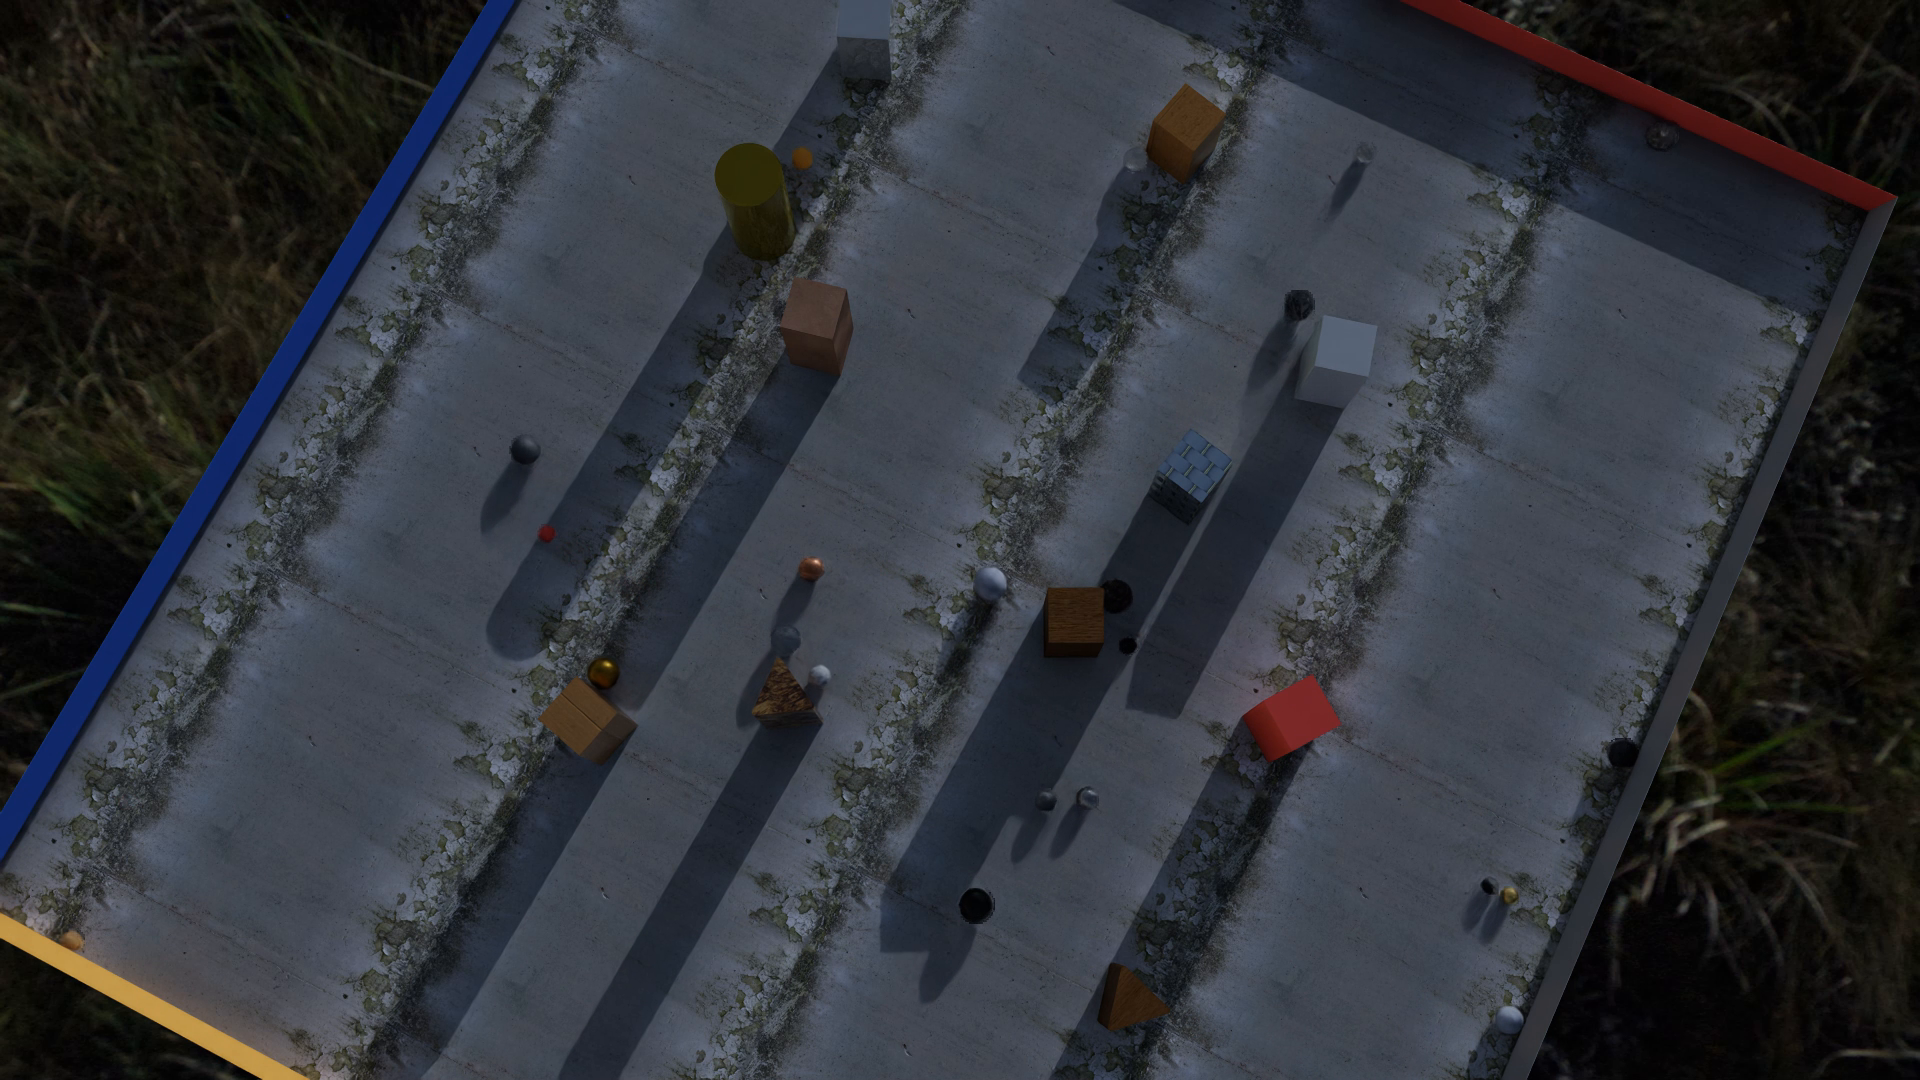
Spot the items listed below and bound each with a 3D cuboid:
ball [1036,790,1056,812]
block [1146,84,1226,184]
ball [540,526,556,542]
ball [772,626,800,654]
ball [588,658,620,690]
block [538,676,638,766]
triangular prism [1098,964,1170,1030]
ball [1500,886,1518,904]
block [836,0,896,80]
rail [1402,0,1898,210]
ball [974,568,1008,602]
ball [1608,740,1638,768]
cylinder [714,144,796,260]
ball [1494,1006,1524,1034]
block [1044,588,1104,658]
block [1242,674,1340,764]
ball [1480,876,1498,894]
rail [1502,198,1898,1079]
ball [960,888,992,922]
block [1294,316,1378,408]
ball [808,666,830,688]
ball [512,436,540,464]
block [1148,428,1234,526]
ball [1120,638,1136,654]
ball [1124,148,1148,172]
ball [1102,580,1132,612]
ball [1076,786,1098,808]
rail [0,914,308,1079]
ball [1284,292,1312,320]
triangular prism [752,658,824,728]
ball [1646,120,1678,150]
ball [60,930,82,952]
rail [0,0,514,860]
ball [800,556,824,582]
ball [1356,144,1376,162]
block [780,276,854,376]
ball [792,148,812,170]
[{"bbox_3d":[0.254,0.773,5.426,0.061,0.061,0.061,0,78,0],"label":"ball"},{"bbox_3d":[0.704,-1.270,5.746,0.160,0.262,0.160,39,81,7],"label":"block"},{"bbox_3d":[-1.259,-0.019,5.595,0.050,0.050,0.050,0,78,0],"label":"ball"},{"bbox_3d":[-0.523,0.301,5.509,0.089,0.089,0.089,0,78,0],"label":"ball"},{"bbox_3d":[-1.066,0.399,5.485,0.095,0.095,0.095,0,78,0],"label":"ball"},{"bbox_3d":[-1.078,0.529,5.334,0.160,0.340,0.160,40,81,8],"label":"block"},{"bbox_3d":[0.464,1.267,5.152,0.173,0.396,0.150,-16,79,-3],"label":"triangular prism"},{"bbox_3d":[1.611,1.042,5.373,0.054,0.054,0.054,0,78,0],"label":"ball"},{"bbox_3d":[-0.295,-1.598,5.806,0.160,0.277,0.160,4,78,1],"label":"block"},{"bbox_3d":[1.008,-1.966,5.956,4.256,0.130,0.045,26,80,5],"label":"rail"},{"bbox_3d":[0.094,0.135,5.538,0.100,0.100,0.100,0,78,0],"label":"ball"},{"bbox_3d":[1.966,0.637,5.441,0.085,0.085,0.085,0,78,0],"label":"ball"},{"bbox_3d":[-0.621,-1.027,5.600,0.200,0.449,0.200,0,78,0],"label":"cylinder"},{"bbox_3d":[1.585,1.385,5.289,0.080,0.080,0.080,0,78,0],"label":"ball"},{"bbox_3d":[0.334,0.246,5.409,0.160,0.306,0.160,0,78,0],"label":"block"},{"bbox_3d":[0.955,0.521,5.306,0.160,0.397,0.160,-28,80,-5],"label":"block"},{"bbox_3d":[1.556,1.015,5.381,0.050,0.050,0.050,0,78,0],"label":"ball"},{"bbox_3d":[1.882,0.928,5.357,0.045,0.130,4.553,26,80,5],"label":"rail"},{"bbox_3d":[0.046,1.065,5.346,0.098,0.098,0.098,0,78,0],"label":"ball"},{"bbox_3d":[1.135,-0.536,5.554,0.160,0.341,0.160,12,79,2],"label":"block"},{"bbox_3d":[-0.420,0.409,5.498,0.066,0.066,0.066,0,78,0],"label":"ball"},{"bbox_3d":[-1.334,-0.275,5.630,0.086,0.086,0.086,0,78,0],"label":"ball"},{"bbox_3d":[0.688,-0.185,5.492,0.160,0.320,0.160,38,81,7],"label":"block"},{"bbox_3d":[0.508,0.318,5.526,0.049,0.049,0.049,0,78,0],"label":"ball"},{"bbox_3d":[0.562,-1.210,5.828,0.077,0.077,0.077,0,78,0],"label":"ball"},{"bbox_3d":[0.469,0.168,5.531,0.099,0.099,0.099,0,78,0],"label":"ball"},{"bbox_3d":[0.376,0.763,5.426,0.063,0.063,0.063,0,78,0],"label":"ball"},{"bbox_3d":[-1.008,1.980,5.139,4.256,0.130,0.045,26,80,5],"label":"rail"},{"bbox_3d":[1.057,-0.730,5.722,0.089,0.089,0.089,0,78,0],"label":"ball"},{"bbox_3d":[-0.502,0.444,5.324,0.173,0.392,0.150,-6,78,-1],"label":"triangular prism"},{"bbox_3d":[2.233,-1.288,5.835,0.096,0.096,0.096,0,78,0],"label":"ball"},{"bbox_3d":[-2.591,1.171,5.343,0.061,0.061,0.061,0,78,0],"label":"ball"},{"bbox_3d":[-1.882,-0.915,5.739,0.045,0.130,4.553,26,80,5],"label":"rail"},{"bbox_3d":[-0.449,0.088,5.559,0.077,0.077,0.077,0,78,0],"label":"ball"},{"bbox_3d":[1.292,-1.233,5.841,0.060,0.060,0.060,0,78,0],"label":"ball"},{"bbox_3d":[-0.431,-0.644,5.561,0.160,0.371,0.160,14,79,3],"label":"block"},{"bbox_3d":[-0.503,-1.211,5.833,0.068,0.068,0.068,0,78,0],"label":"ball"}]
